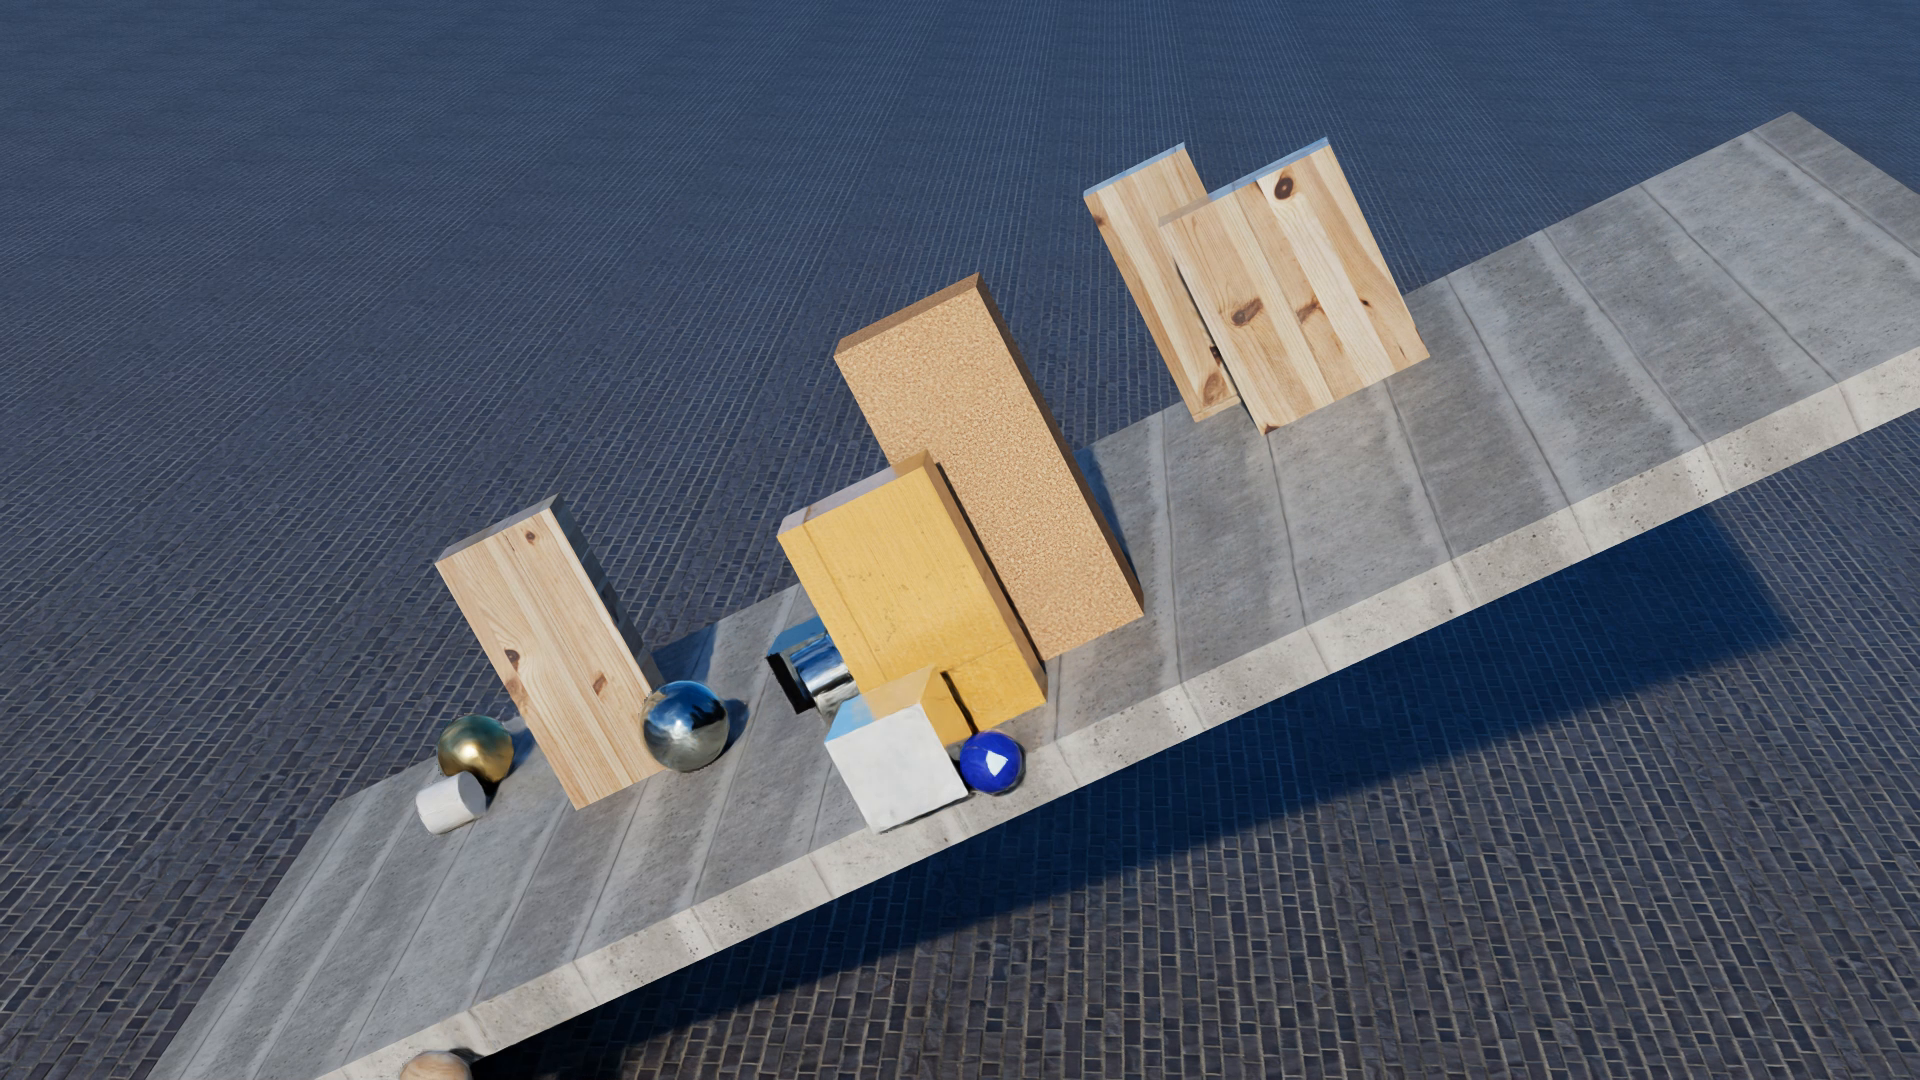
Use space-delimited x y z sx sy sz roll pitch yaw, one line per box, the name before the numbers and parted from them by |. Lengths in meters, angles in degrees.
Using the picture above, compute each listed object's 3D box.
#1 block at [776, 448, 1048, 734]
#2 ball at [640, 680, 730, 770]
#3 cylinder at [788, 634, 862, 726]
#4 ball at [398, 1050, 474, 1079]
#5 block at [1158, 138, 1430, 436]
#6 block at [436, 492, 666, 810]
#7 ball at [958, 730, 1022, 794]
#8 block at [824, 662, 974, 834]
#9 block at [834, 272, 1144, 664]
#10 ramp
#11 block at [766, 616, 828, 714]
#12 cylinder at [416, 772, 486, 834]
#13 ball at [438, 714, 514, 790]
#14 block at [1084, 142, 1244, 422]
block | -0.086 0.131 5.546 0.306 0.511 0.124 -25 14 10
ball | -0.583 0.392 6.228 0.191 0.191 0.191 0 17 0
cylinder | -0.240 0.271 6.063 0.167 0.167 0.167 -29 21 -5
ball | -0.960 1.004 5.382 0.141 0.141 0.141 0 17 0
block | 0.733 -0.555 6.466 0.406 0.520 0.113 -25 14 10
block | -0.848 0.243 6.361 0.282 0.625 0.119 -25 14 10
ball | 0.054 0.396 5.253 0.113 0.113 0.113 0 17 0
block | -0.101 0.378 5.345 0.194 0.194 0.194 -24 14 15
block | 0.062 -0.122 5.732 0.305 0.726 0.147 -25 14 10
ramp | 0.139 0.168 6.281 4.000 0.100 2.000 -25 14 10
block | -0.307 0.259 6.288 0.143 0.143 0.143 -24 14 14
cylinder | -1.165 0.603 6.744 0.114 0.114 0.114 -23 10 18
ball | -1.143 0.500 6.940 0.179 0.179 0.179 0 17 0
block | 0.535 -0.597 6.845 0.258 0.594 0.092 -25 14 10
